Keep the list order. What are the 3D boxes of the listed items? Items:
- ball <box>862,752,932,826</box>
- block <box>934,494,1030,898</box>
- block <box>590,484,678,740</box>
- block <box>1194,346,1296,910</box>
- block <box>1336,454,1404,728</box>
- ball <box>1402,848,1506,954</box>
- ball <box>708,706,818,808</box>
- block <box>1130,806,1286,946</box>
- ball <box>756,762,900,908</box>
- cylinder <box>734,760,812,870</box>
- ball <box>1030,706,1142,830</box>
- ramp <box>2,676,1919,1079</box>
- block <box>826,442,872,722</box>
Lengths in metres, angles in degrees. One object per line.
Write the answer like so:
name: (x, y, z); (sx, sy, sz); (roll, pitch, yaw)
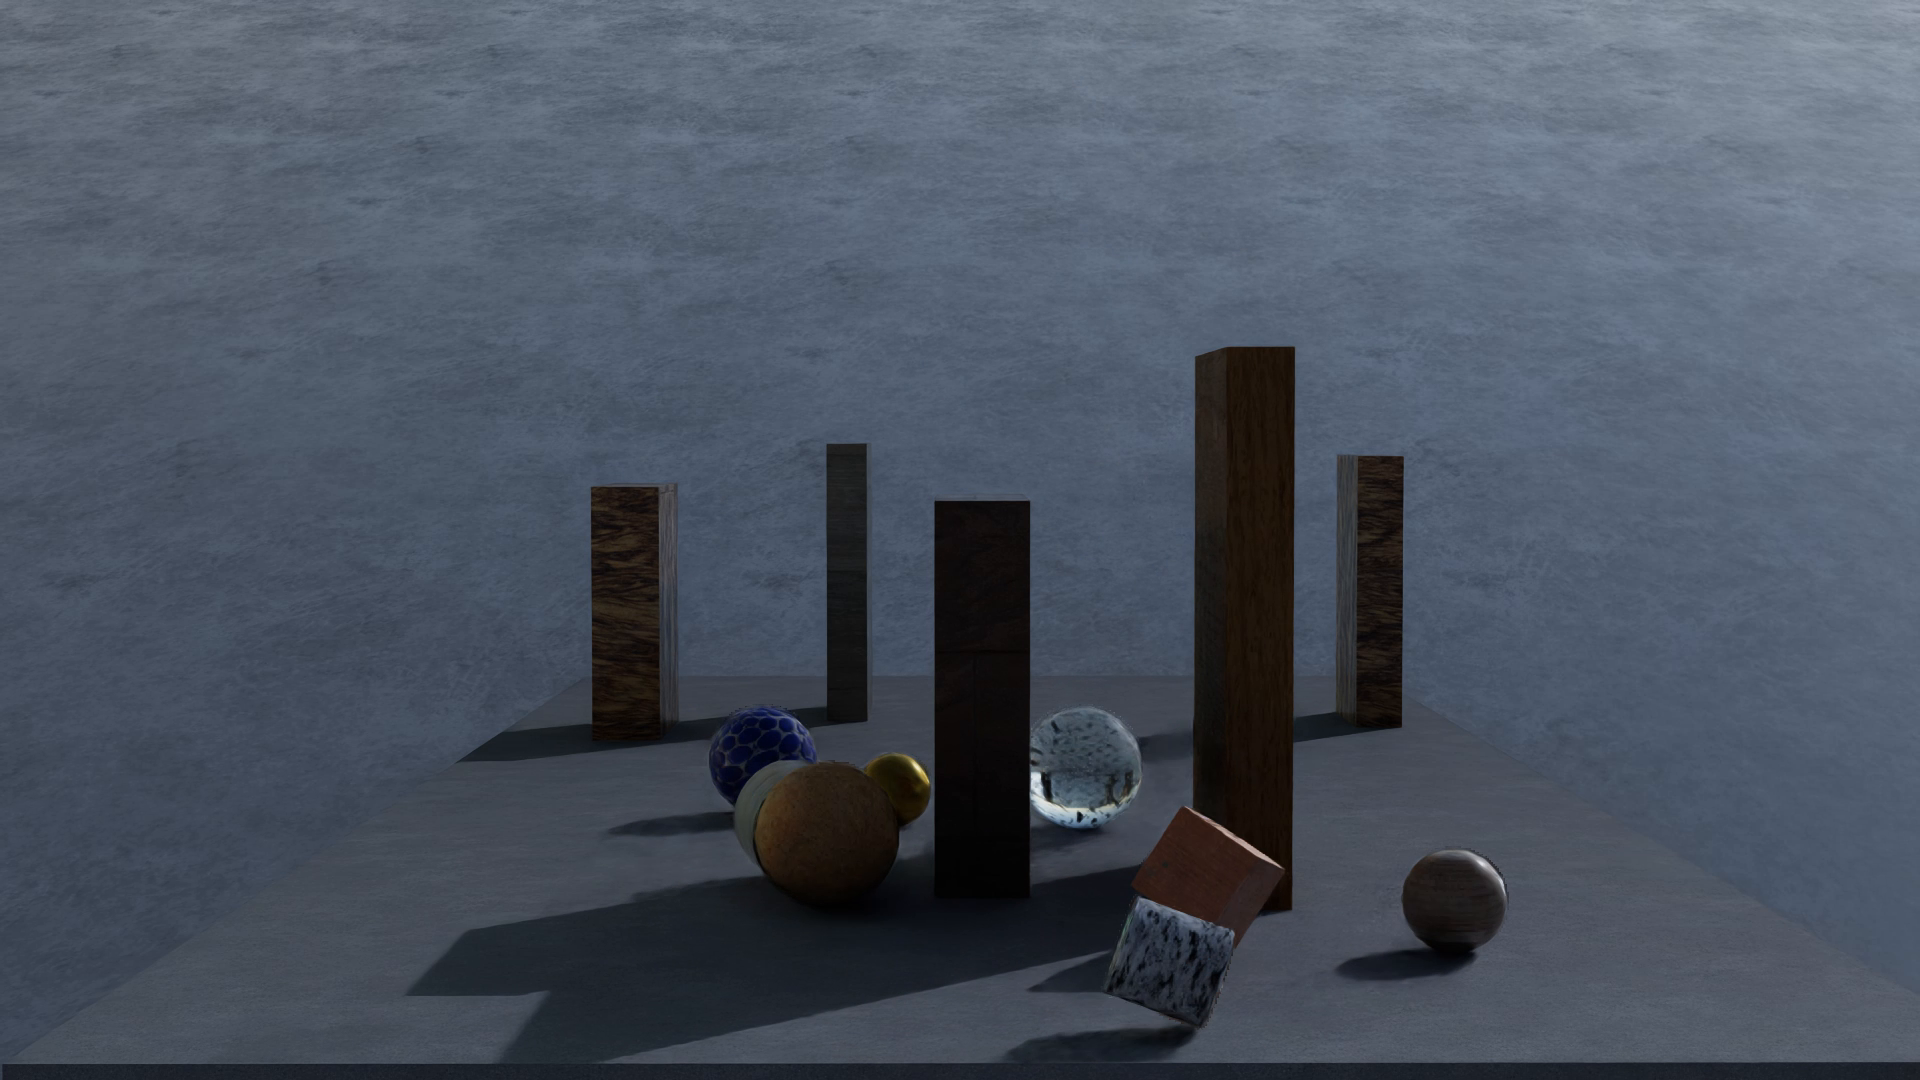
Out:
ball: (-0.103, 0.393, 4.050); (0.116, 0.116, 0.116); (0, 23, 0)
block: (0.029, 0.205, 3.606); (0.127, 0.530, 0.373); (0, 2, 0)
block: (-0.672, 0.141, 5.344); (0.136, 0.510, 0.353); (0, 2, 0)
block: (0.387, 0.107, 3.547); (0.088, 0.730, 0.436); (0, 2, 0)
block: (0.879, 0.103, 5.536); (0.096, 0.569, 0.292); (0, 2, 0)
ball: (0.590, 0.431, 3.073); (0.123, 0.123, 0.123); (0, 23, 0)
ball: (-0.320, 0.358, 4.178); (0.175, 0.175, 0.175); (0, 23, 0)
block: (0.297, 0.403, 3.070); (0.113, 0.113, 0.113); (33, 1, 28)
ball: (-0.173, 0.386, 3.370); (0.189, 0.189, 0.189); (0, 23, 0)
cylinder: (-0.219, 0.392, 3.540); (0.162, 0.162, 0.162); (-6, 4, -13)
ball: (0.189, 0.356, 4.020); (0.193, 0.193, 0.193); (0, 23, 0)
ramp: (0.053, 0.480, 4.538); (2.000, 0.100, 4.000); (0, 2, 0)
block: (-0.242, 0.085, 5.665); (0.086, 0.595, 0.325); (0, 2, 0)
